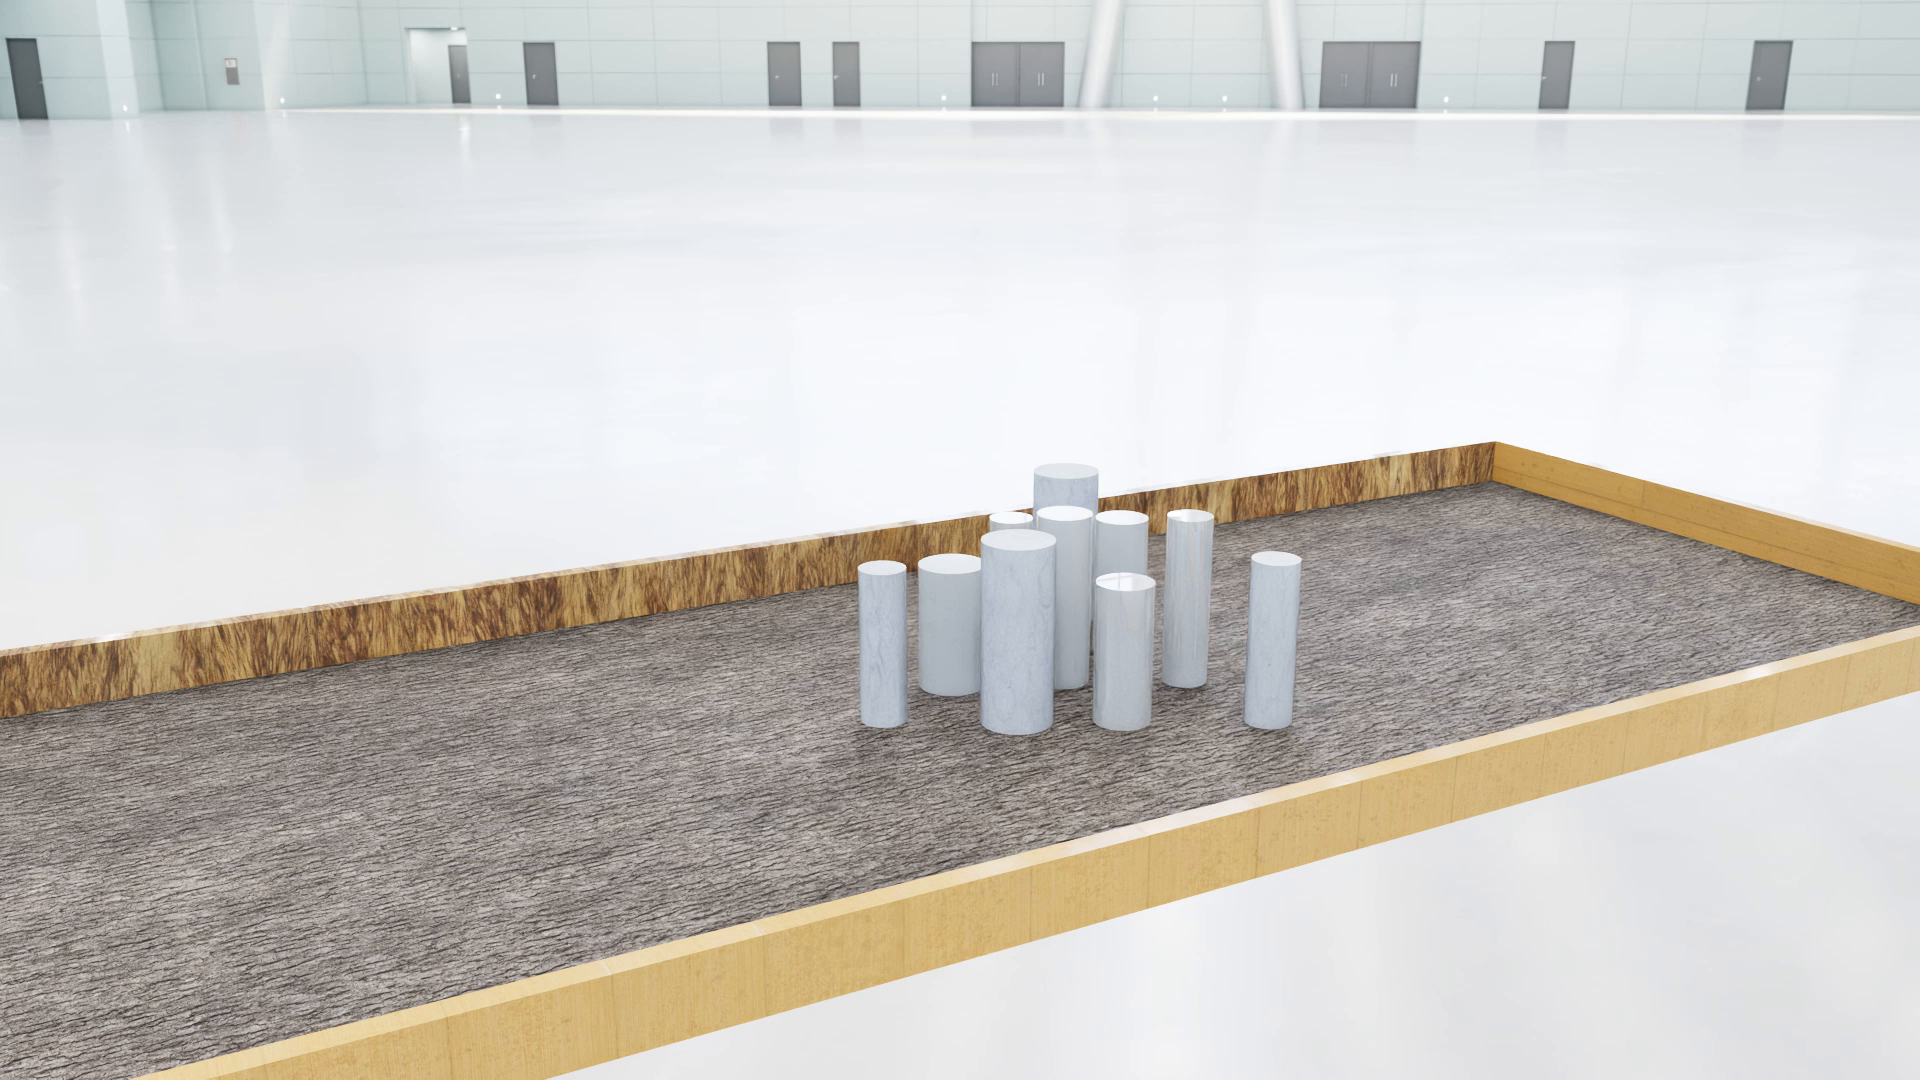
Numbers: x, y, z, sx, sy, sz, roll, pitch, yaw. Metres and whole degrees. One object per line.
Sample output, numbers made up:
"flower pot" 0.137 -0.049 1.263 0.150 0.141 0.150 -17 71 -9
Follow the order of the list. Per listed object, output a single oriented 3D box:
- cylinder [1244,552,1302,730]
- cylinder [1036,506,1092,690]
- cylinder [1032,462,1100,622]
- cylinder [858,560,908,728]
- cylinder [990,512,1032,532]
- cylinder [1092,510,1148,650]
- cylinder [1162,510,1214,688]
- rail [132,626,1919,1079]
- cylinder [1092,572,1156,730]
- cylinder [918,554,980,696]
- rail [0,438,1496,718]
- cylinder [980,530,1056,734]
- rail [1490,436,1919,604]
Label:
"cylinder" 0.728 0.234 3.849 0.114 0.400 0.114 0 16 0
"cylinder" 0.257 0.143 4.097 0.136 0.435 0.136 0 16 0
"cylinder" 0.291 0.010 4.578 0.180 0.418 0.180 0 16 0
"cylinder" -0.180 0.244 3.860 0.112 0.375 0.112 0 16 0
"cylinder" 0.134 0.110 4.358 0.114 0.351 0.114 0 16 0
"cylinder" 0.419 0.115 4.320 0.137 0.362 0.137 0 16 0
"cylinder" 0.565 0.146 4.097 0.113 0.429 0.113 0 16 0
"rail" -2.336 1.006 1.665 12.000 0.150 0.050 -9 18 -27
"cylinder" 0.383 0.261 3.860 0.138 0.342 0.138 0 16 0
"cylinder" -0.019 0.209 4.086 0.167 0.315 0.167 0 16 0
"rail" -3.305 0.497 3.399 12.000 0.150 0.050 -9 18 -27
"cylinder" 0.134 0.213 3.839 0.174 0.446 0.174 0 16 0
"rail" 2.466 -0.048 5.253 0.050 0.150 2.100 -9 18 -27
